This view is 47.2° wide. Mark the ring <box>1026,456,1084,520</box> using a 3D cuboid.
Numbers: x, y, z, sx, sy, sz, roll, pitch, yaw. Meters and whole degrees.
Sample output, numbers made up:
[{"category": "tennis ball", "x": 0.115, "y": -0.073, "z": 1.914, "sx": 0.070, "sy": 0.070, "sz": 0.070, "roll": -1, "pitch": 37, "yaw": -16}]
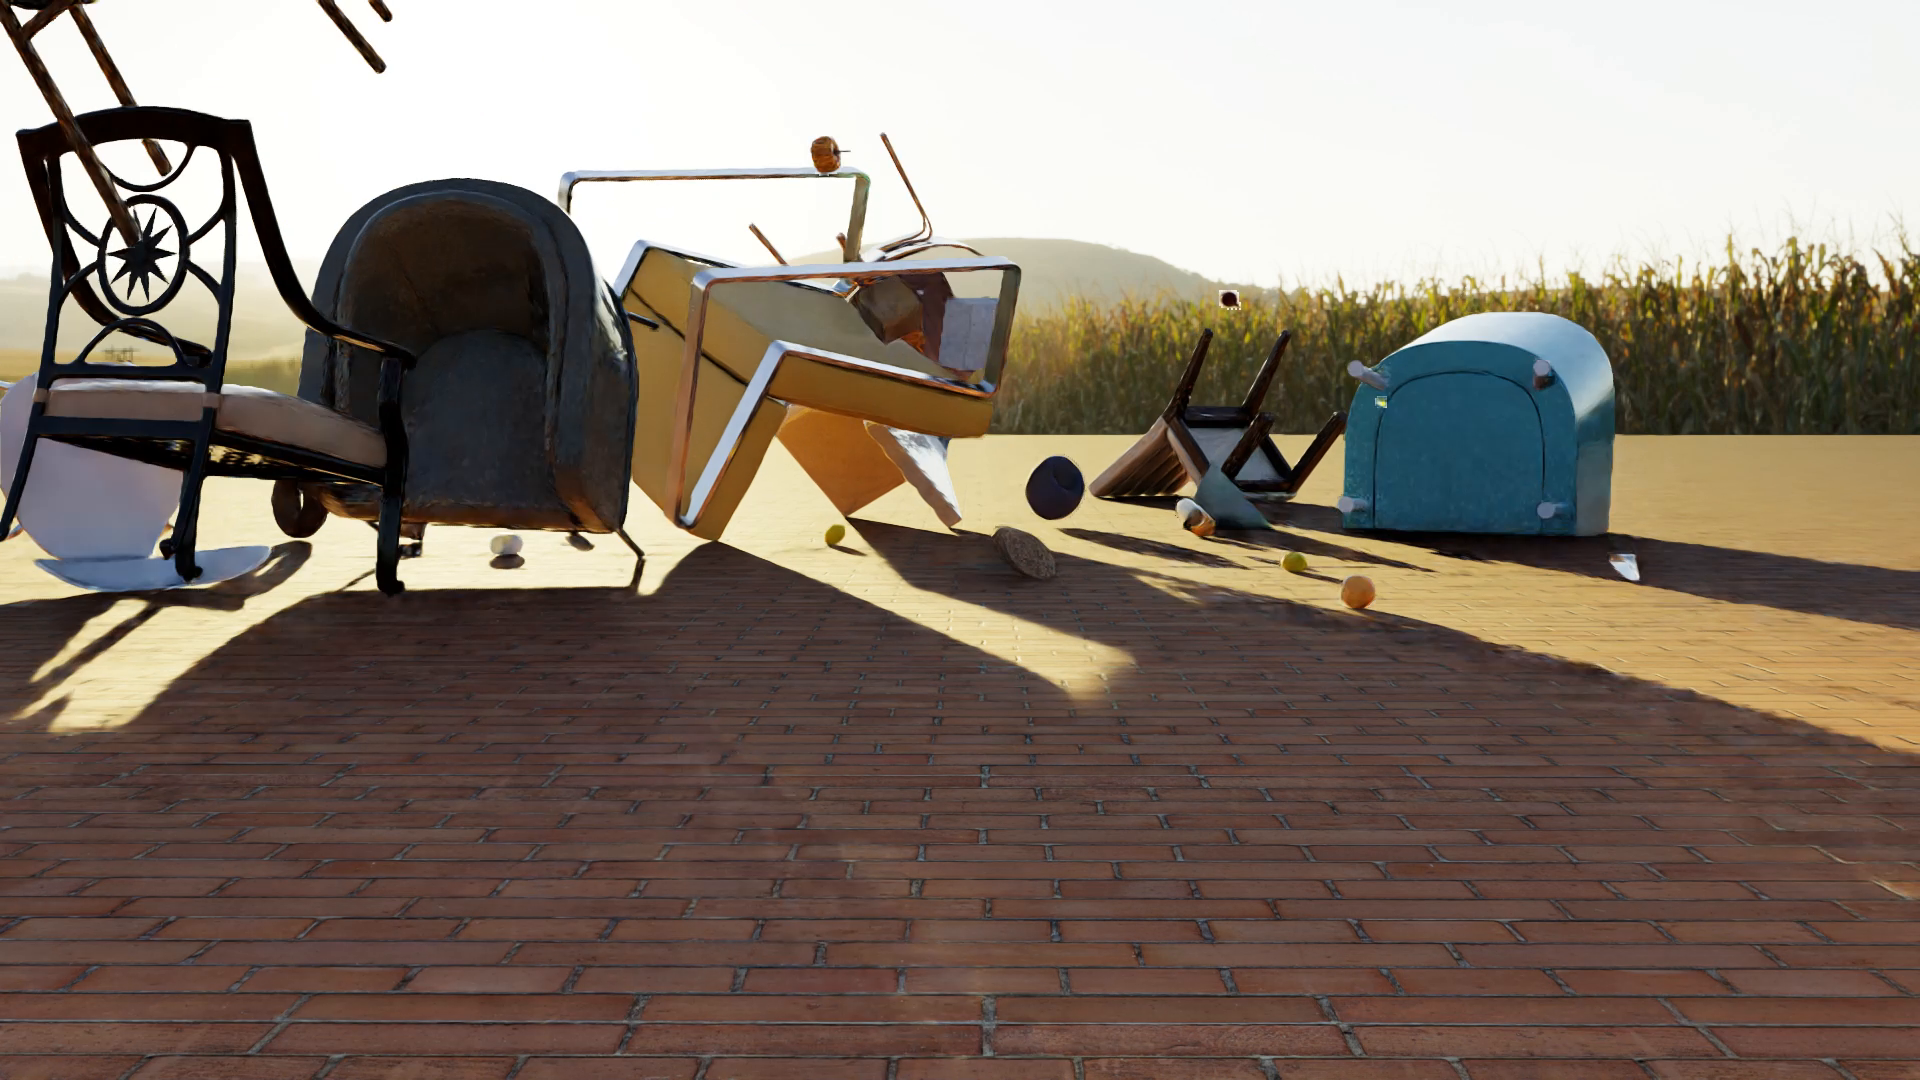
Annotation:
[{"category": "ring", "x": 0.313, "y": -0.173, "z": 7.267, "sx": 0.192, "sy": 0.129, "sz": 0.261, "roll": 37, "pitch": 34, "yaw": -11}]

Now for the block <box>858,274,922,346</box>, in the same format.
[{"category": "block", "x": -0.207, "y": -0.684, "z": 6.532, "sx": 0.134, "sy": 0.142, "sz": 0.101, "roll": -30, "pitch": -29, "yaw": -19}]

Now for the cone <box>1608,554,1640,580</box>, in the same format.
[{"category": "cone", "x": 1.561, "y": 0.048, "z": 5.132, "sx": 0.098, "sy": 0.041, "sz": 0.072, "roll": 46, "pitch": -16, "yaw": -21}]

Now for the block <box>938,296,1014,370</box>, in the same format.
[{"category": "block", "x": 0.053, "y": -0.665, "z": 7.070, "sx": 0.102, "sy": 0.211, "sz": 0.255, "roll": 15, "pitch": 15, "yaw": 30}]

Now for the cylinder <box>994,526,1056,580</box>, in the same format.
[{"category": "cylinder", "x": 0.153, "y": 0.031, "z": 5.231, "sx": 0.149, "sy": 0.083, "sz": 0.128, "roll": 44, "pitch": -6, "yaw": -12}]

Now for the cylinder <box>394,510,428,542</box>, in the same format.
[{"category": "cylinder", "x": -1.613, "y": -0.043, "z": 6.462, "sx": 0.082, "sy": 0.078, "sz": 0.100, "roll": 13, "pitch": 16, "yaw": -17}]

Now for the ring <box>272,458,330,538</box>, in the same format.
[{"category": "ring", "x": -1.954, "y": -0.123, "z": 6.526, "sx": 0.165, "sy": 0.247, "sz": 0.113, "roll": 13, "pitch": 14, "yaw": 18}]

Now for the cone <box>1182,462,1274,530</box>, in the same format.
[{"category": "cone", "x": 0.889, "y": -0.089, "z": 7.066, "sx": 0.269, "sy": 0.228, "sz": 0.317, "roll": 24, "pitch": 20, "yaw": 9}]
